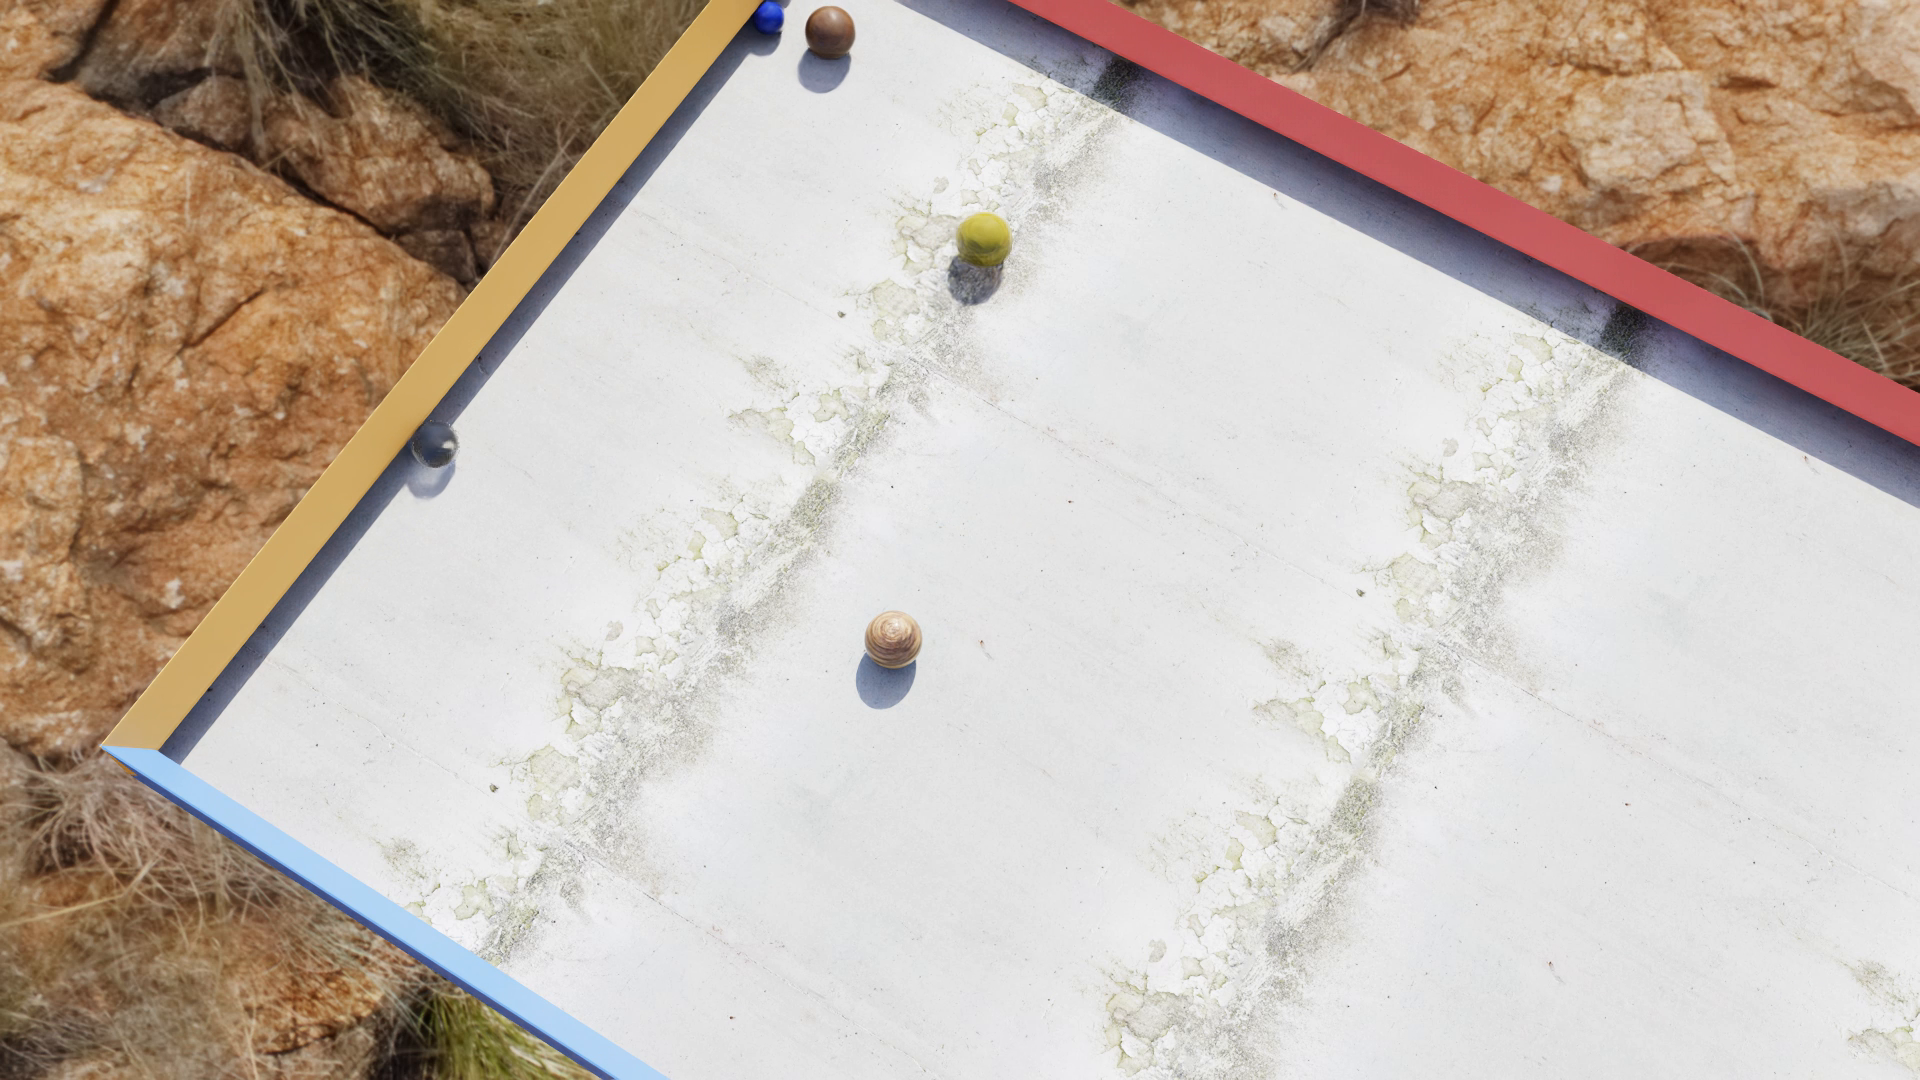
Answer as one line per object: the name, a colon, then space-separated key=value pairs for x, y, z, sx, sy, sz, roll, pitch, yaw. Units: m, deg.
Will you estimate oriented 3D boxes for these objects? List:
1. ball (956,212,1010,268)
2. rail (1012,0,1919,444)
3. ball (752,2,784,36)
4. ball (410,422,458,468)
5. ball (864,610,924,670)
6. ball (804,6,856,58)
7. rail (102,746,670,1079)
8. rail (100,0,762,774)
ball: x=0.040 y=-0.517 z=3.789 sx=0.096 sy=0.096 sz=0.096 roll=0 pitch=65 yaw=0
rail: x=1.287 y=-0.338 z=3.688 sx=3.634 sy=0.127 sz=0.045 roll=29 pitch=68 yaw=13
ball: x=-0.349 y=-0.951 z=4.010 sx=0.060 sy=0.060 sz=0.060 roll=0 pitch=65 yaw=0
ball: x=-0.869 y=-0.157 z=3.634 sx=0.075 sy=0.075 sz=0.075 roll=0 pitch=65 yaw=0
ball: x=-0.105 y=0.157 z=3.478 sx=0.093 sy=0.093 sz=0.093 roll=0 pitch=65 yaw=0
ball: x=-0.234 y=-0.918 z=3.975 sx=0.095 sy=0.095 sz=0.095 roll=0 pitch=65 yaw=0
rail: x=0.264 y=1.180 z=2.985 sx=3.634 sy=0.127 sz=0.045 roll=29 pitch=68 yaw=13
rail: x=-0.755 y=-0.428 z=3.729 sx=0.045 sy=0.127 sz=2.008 roll=29 pitch=68 yaw=13
